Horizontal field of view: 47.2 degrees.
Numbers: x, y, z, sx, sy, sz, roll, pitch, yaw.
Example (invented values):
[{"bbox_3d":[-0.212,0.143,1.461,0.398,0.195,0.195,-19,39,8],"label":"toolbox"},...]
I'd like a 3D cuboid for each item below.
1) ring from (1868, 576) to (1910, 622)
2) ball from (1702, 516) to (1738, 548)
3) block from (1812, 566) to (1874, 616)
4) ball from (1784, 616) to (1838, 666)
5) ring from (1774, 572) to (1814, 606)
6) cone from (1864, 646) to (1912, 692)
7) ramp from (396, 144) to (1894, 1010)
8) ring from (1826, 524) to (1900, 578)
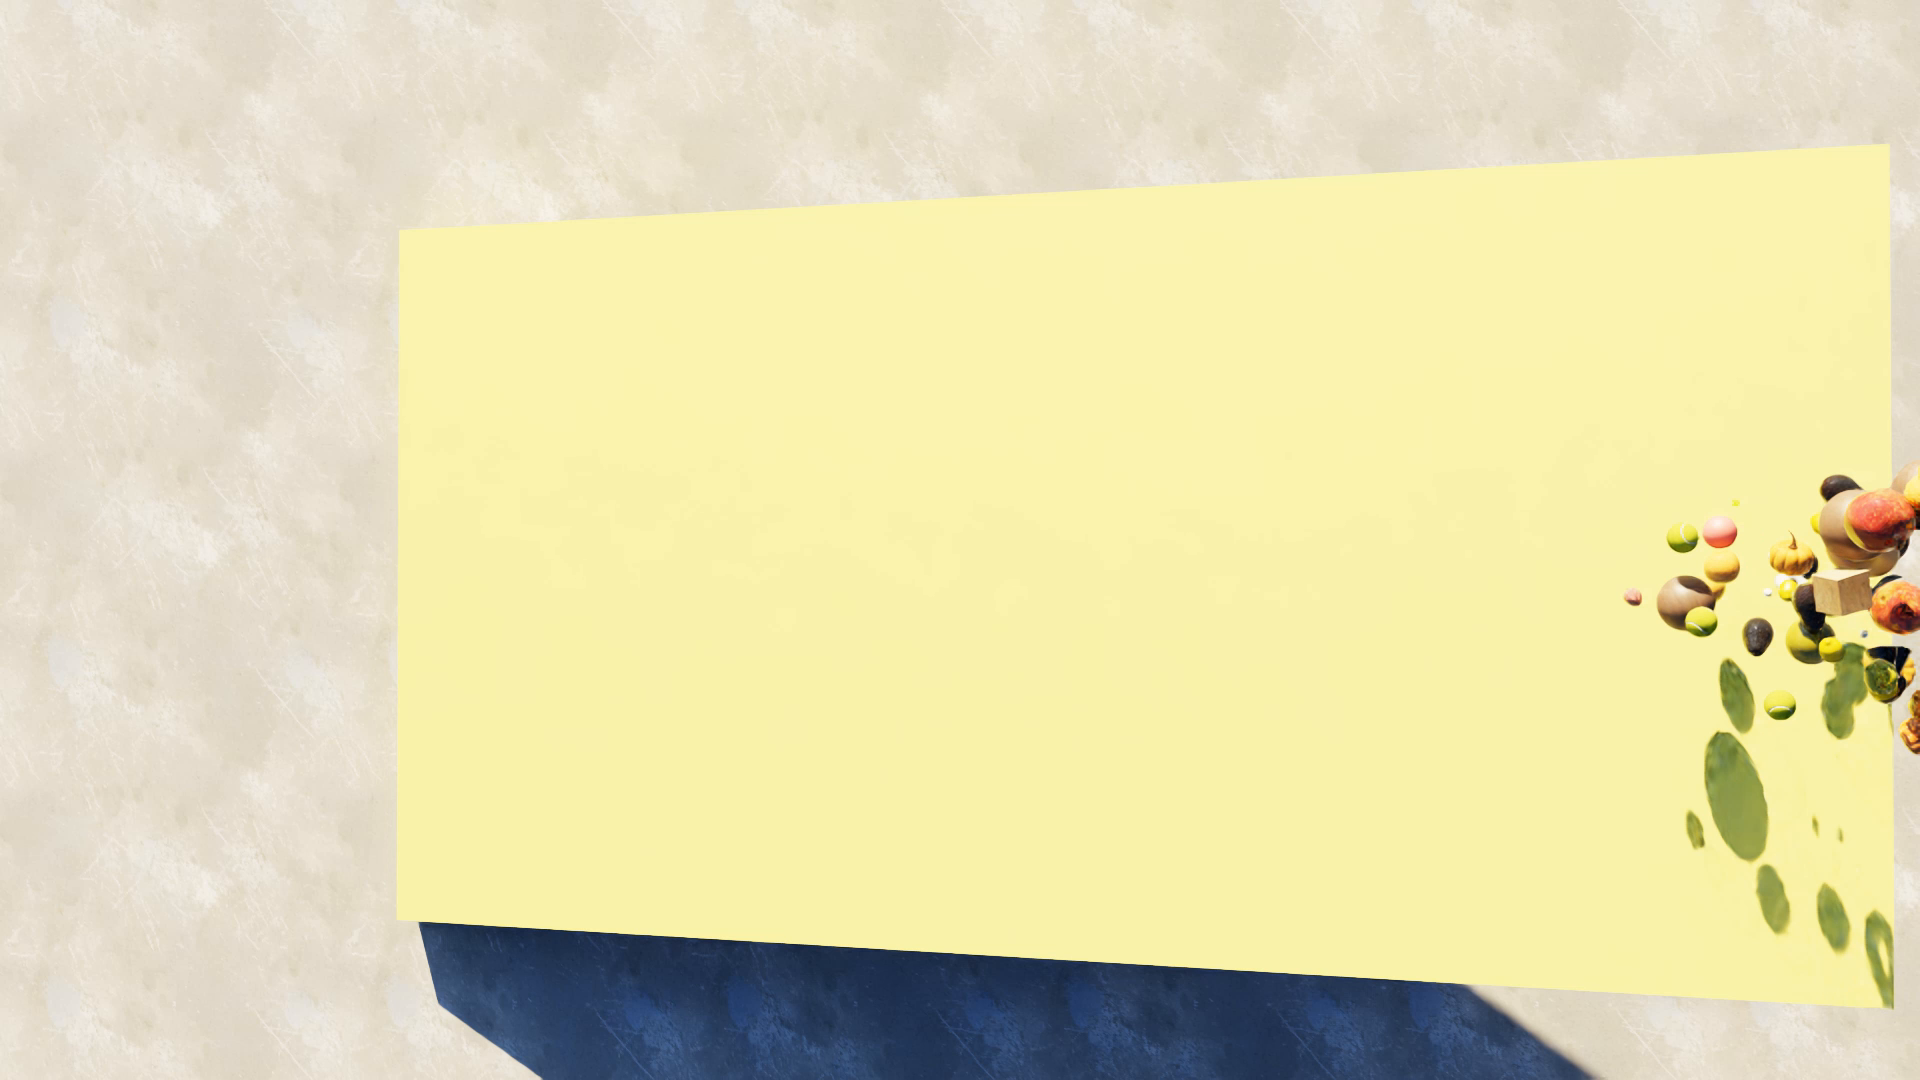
[{"bbox_3d":[1.994,0.126,4.721,0.036,0.109,0.109,22,89,-12],"label":"ring"},{"bbox_3d":[1.580,-0.016,4.573,0.070,0.070,0.070,0,89,0],"label":"ball"},{"bbox_3d":[1.576,0.091,3.927,0.068,0.068,0.068,-15,102,-16],"label":"block"},{"bbox_3d":[1.587,0.188,4.101,0.091,0.091,0.091,0,89,0],"label":"ball"},{"bbox_3d":[1.817,0.105,4.785,0.094,0.094,0.031,27,123,0],"label":"ring"},{"bbox_3d":[1.724,0.247,4.081,0.081,0.081,0.081,6,71,0],"label":"cone"},{"bbox_3d":[0.278,0.091,5.778,4.000,0.100,2.000,0,89,19],"label":"ramp"},{"bbox_3d":[1.944,0.024,4.737,0.150,0.150,0.050,29,58,0],"label":"ring"}]
